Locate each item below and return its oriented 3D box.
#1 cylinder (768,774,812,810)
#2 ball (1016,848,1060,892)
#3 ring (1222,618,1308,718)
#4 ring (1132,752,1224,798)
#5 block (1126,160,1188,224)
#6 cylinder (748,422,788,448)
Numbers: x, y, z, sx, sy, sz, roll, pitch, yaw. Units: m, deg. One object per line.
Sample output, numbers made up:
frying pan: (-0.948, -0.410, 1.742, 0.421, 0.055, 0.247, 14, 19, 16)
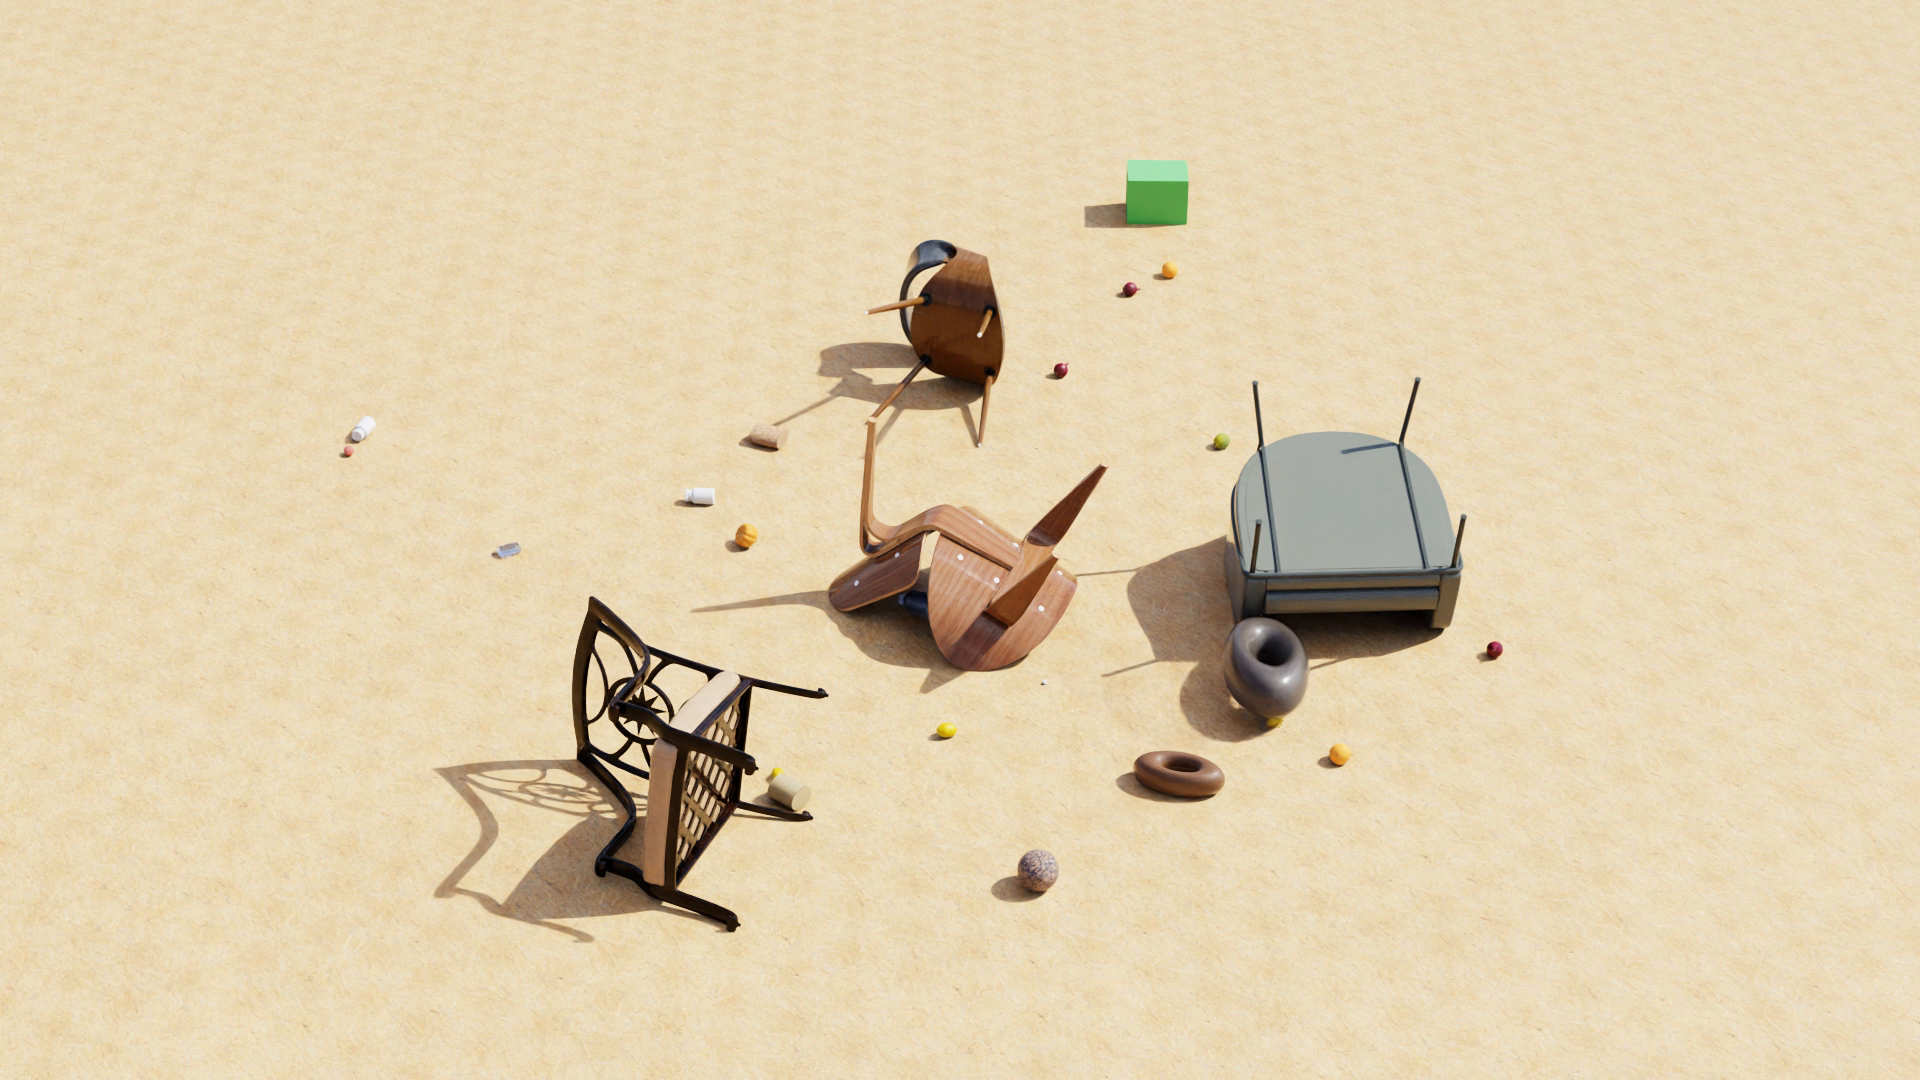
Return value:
cylinder: (-0.560, 0.826, 9.616, 0.107, 0.083, 0.096, 24, 43, 32)
ball: (0.246, 1.041, 9.242, 0.134, 0.134, 0.134, 0, 33, 0)
ring: (1.050, 0.435, 10.083, 0.291, 0.178, 0.535, 5, 26, -3)
ring: (0.723, 0.773, 9.687, 0.311, 0.094, 0.166, 9, 33, 12)
block: (0.881, -1.555, 13.110, 0.268, 0.215, 0.210, 1, 33, 1)
cylinder: (-0.751, -0.409, 11.507, 0.125, 0.065, 0.106, 13, 39, 19)
